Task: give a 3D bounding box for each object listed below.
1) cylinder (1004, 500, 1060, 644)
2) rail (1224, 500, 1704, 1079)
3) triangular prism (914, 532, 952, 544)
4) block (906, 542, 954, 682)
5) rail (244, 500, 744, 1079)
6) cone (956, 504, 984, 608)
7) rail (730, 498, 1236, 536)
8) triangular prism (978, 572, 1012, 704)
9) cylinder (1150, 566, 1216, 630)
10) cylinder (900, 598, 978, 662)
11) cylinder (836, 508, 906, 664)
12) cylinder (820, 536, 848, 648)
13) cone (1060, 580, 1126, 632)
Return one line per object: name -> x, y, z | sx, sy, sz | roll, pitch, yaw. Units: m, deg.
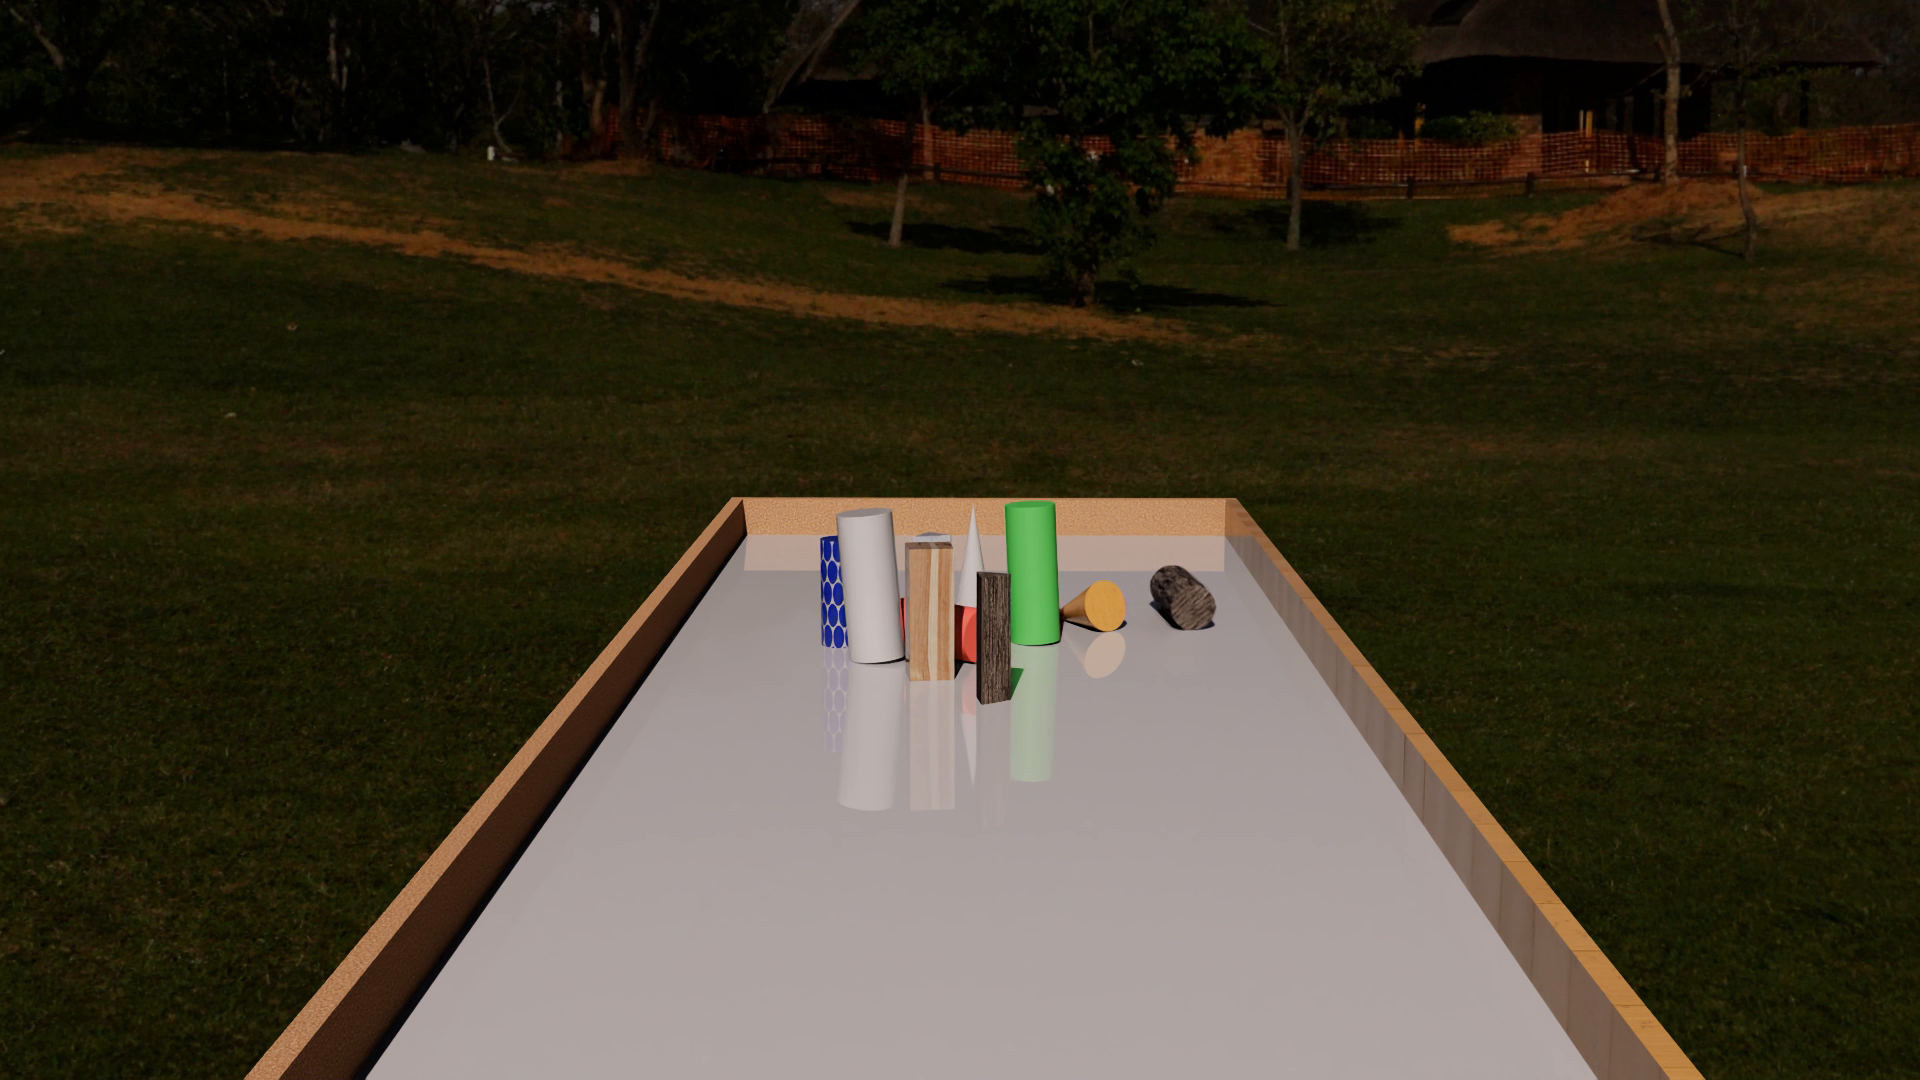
cylinder -> 0.230, 0.102, 6.951 | 0.159, 0.436, 0.159 | -3, 9, 0
rail -> 1.046, 0.843, 3.208 | 0.050, 0.150, 12.000 | 0, 9, 1
triangular prism -> -0.088, 0.149, 6.976 | 0.117, 0.339, 0.102 | -3, 8, -7
block -> -0.089, 0.208, 6.452 | 0.130, 0.389, 0.130 | -1, 9, -7
rail -> -1.004, 0.839, 3.234 | 0.050, 0.150, 12.000 | 0, 9, 1
cone -> 0.041, 0.110, 6.860 | 0.155, 0.456, 0.155 | 0, 9, 0
rail -> 0.099, -0.098, 9.147 | 2.100, 0.150, 0.050 | 0, 9, 1
triangular prism -> 0.075, 0.271, 6.154 | 0.102, 0.359, 0.088 | -7, 11, -37
cylinder -> 0.740, 0.190, 7.338 | 0.148, 0.148, 0.394 | -1, 9, -5
cylinder -> -0.054, 0.275, 6.749 | 0.312, 0.165, 0.165 | 8, 12, 40
cylinder -> -0.271, 0.137, 6.679 | 0.172, 0.446, 0.172 | -5, 9, 1
cylinder -> -0.374, 0.162, 6.916 | 0.129, 0.336, 0.129 | 0, 9, 0
cone -> 0.389, 0.235, 7.264 | 0.168, 0.168, 0.302 | -6, -5, -35
